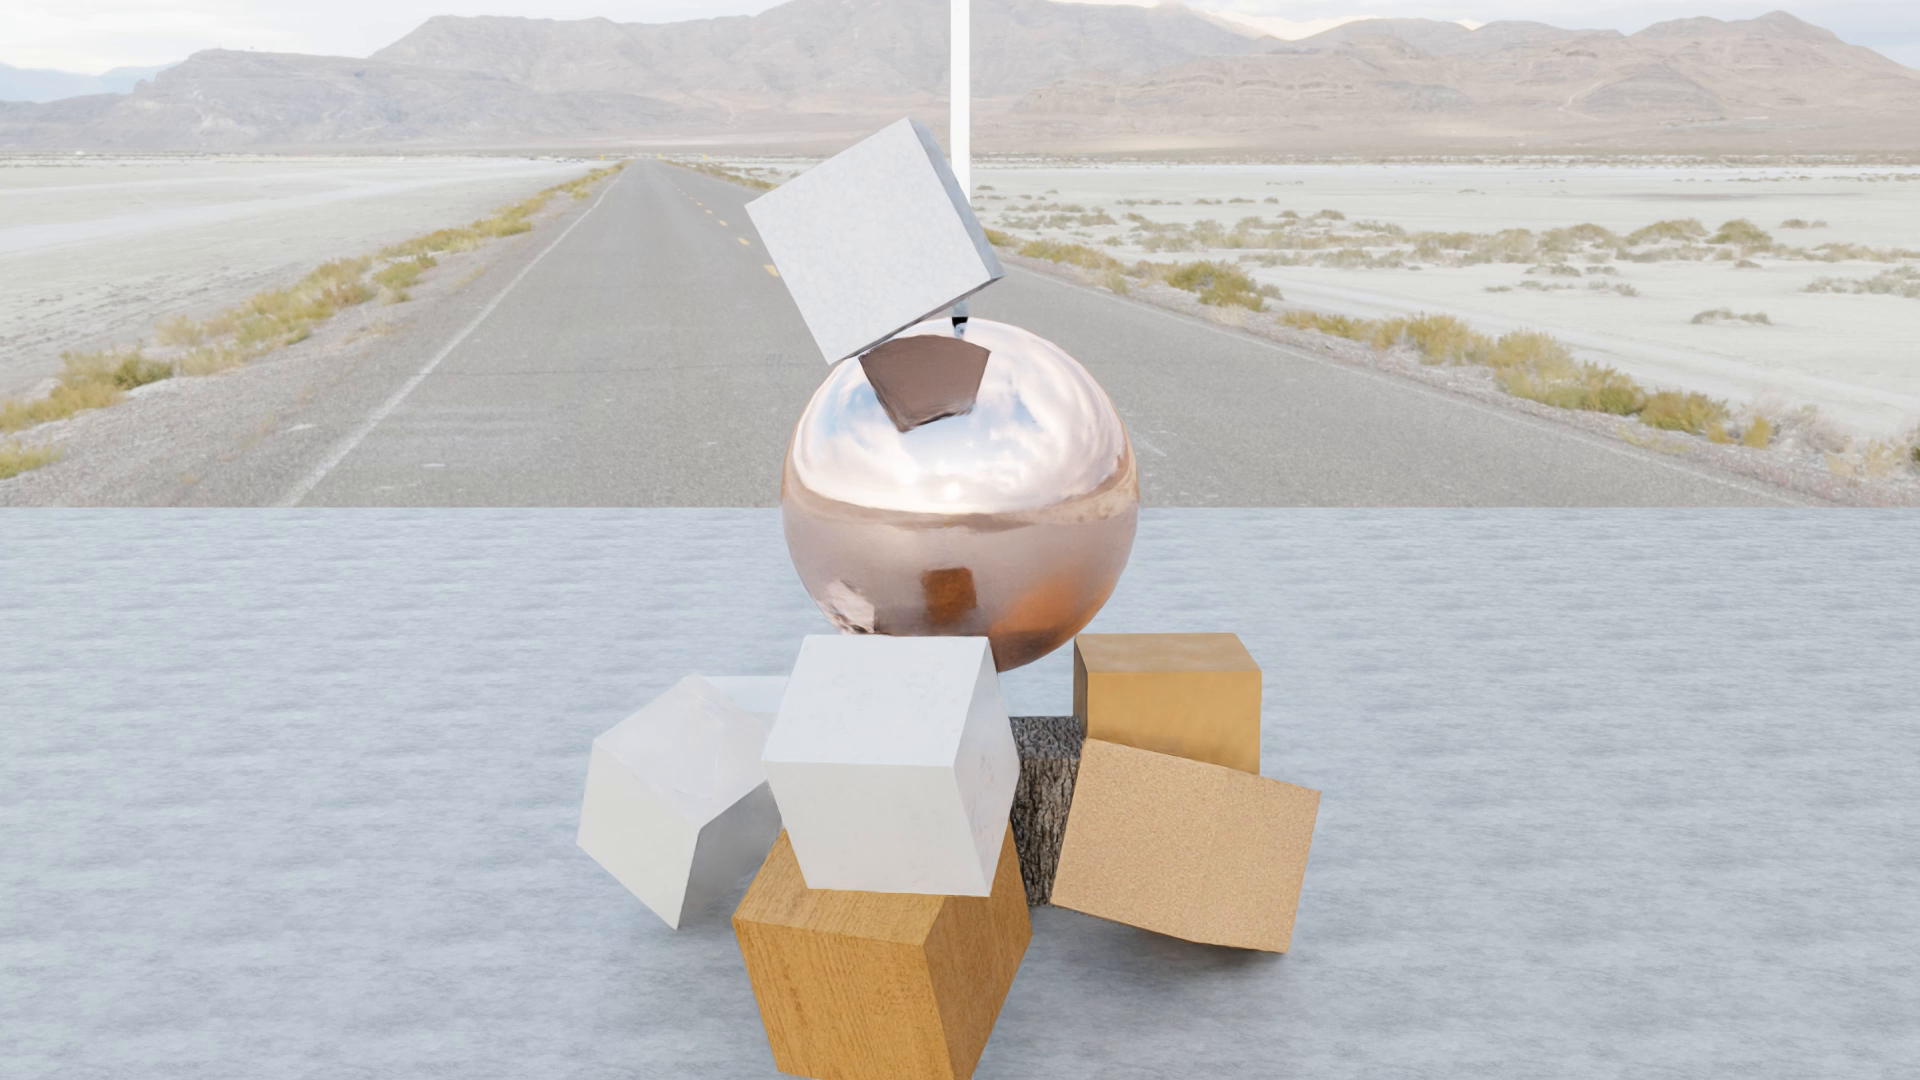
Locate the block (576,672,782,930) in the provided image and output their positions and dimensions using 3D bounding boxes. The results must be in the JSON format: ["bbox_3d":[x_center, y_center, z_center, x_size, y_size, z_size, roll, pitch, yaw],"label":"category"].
[{"bbox_3d":[-1.241,1.180,9.980,0.648,0.730,0.644,36,45,20],"label":"block"}]

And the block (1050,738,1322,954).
[{"bbox_3d":[0.988,1.328,9.537,0.712,0.721,0.849,9,-7,38],"label":"block"}]

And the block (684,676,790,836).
[{"bbox_3d":[-1.117,1.134,11.389,0.693,0.694,0.756,0,10,0],"label":"block"}]

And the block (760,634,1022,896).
[{"bbox_3d":[-0.227,0.804,7.887,0.685,0.691,0.612,0,43,16],"label":"block"}]

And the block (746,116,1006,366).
[{"bbox_3d":[-0.327,-1.227,9.054,0.736,0.714,0.741,-27,4,9],"label":"block"}]

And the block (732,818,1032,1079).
[{"bbox_3d":[-0.266,1.469,8.351,0.746,0.821,0.875,4,37,21],"label":"block"}]

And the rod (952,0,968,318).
[{"bbox_3d":[0.000,-3.584,9.936,0.080,5.200,0.080,0,-3,0],"label":"rod"}]

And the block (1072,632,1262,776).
[{"bbox_3d":[1.046,1.027,11.339,0.861,0.923,0.874,0,10,-2],"label":"block"}]

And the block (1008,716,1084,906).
[{"bbox_3d":[0.246,1.285,10.534,0.677,0.703,0.769,0,10,0],"label":"block"}]

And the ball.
[{"bbox_3d":[0.000,-0.187,9.778,1.600,1.600,1.600,0,10,0],"label":"ball"}]
